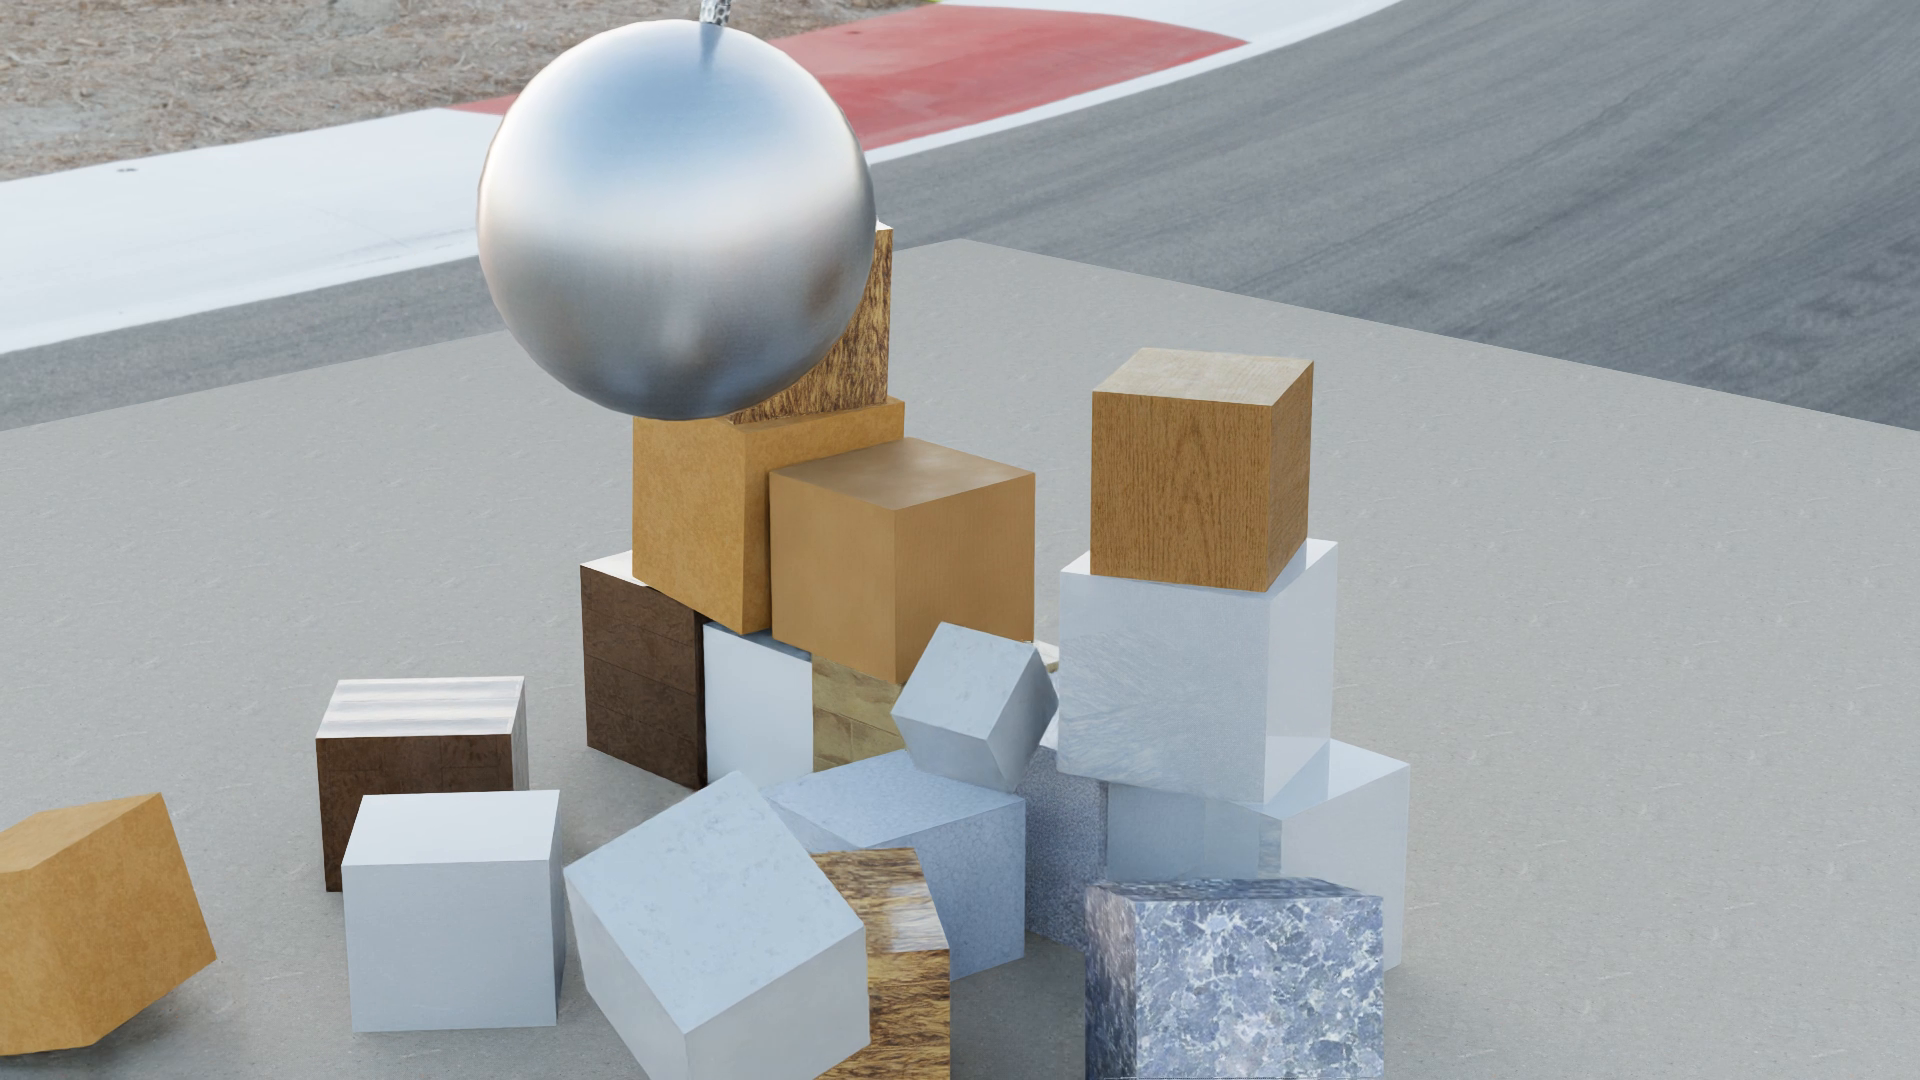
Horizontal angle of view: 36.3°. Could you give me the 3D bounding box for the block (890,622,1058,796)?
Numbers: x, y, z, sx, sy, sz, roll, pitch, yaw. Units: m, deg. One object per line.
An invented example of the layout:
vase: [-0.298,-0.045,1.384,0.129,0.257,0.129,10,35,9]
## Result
block: [0.069,0.717,12.513,0.467,0.432,0.491,14,59,28]

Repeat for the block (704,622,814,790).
block: [-0.667,0.821,14.293,0.812,0.864,0.813,-17,24,-42]

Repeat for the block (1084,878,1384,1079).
block: [1.013,1.724,11.012,0.921,0.821,0.875,0,-2,-10]

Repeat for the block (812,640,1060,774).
block: [-0.070,0.970,13.697,0.880,0.936,0.865,17,24,42]

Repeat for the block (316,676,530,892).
block: [-2.461,1.118,13.542,0.865,0.747,0.749,-1,17,-3]

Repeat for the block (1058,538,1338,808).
block: [0.999,0.487,12.268,0.905,0.880,0.856,8,19,24]

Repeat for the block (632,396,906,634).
block: [-0.937,-0.240,14.208,0.935,0.992,0.921,-14,26,-38]

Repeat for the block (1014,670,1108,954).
block: [0.585,1.180,13.101,0.915,0.892,0.929,-17,24,-42]

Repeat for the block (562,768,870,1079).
block: [-0.834,1.454,10.198,0.714,0.809,0.776,-29,57,-21]

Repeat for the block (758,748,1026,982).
block: [-0.301,1.431,12.575,0.854,0.730,0.786,-13,22,-35]

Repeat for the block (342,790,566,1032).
block: [-2.091,1.536,12.225,0.826,0.738,0.738,-1,17,-4]

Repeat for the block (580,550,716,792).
block: [-1.263,0.582,14.866,0.937,0.976,0.883,-17,24,-42]

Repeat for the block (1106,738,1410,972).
block: [1.259,1.369,12.459,0.933,0.917,0.853,17,24,42]

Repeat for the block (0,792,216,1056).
block: [-3.635,1.559,11.878,0.669,0.744,0.837,-10,12,25]

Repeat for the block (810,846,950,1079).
block: [-0.557,1.781,11.284,0.903,0.835,0.948,-3,18,-8]

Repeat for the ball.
ball: [-1.134,-1.276,11.752,1.600,1.600,1.600,0,17,0]

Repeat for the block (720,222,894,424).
block: [-0.862,-1.102,13.881,0.815,0.857,0.710,-9,23,-30]

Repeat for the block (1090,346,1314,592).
block: [0.997,-0.303,12.032,0.730,0.769,0.780,6,18,18]

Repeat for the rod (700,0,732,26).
rod: [-0.491,-4.594,11.383,0.080,5.200,0.080,17,8,42]

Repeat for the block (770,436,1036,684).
block: [-0.266,0.076,13.620,0.875,0.816,0.860,-16,23,-41]
